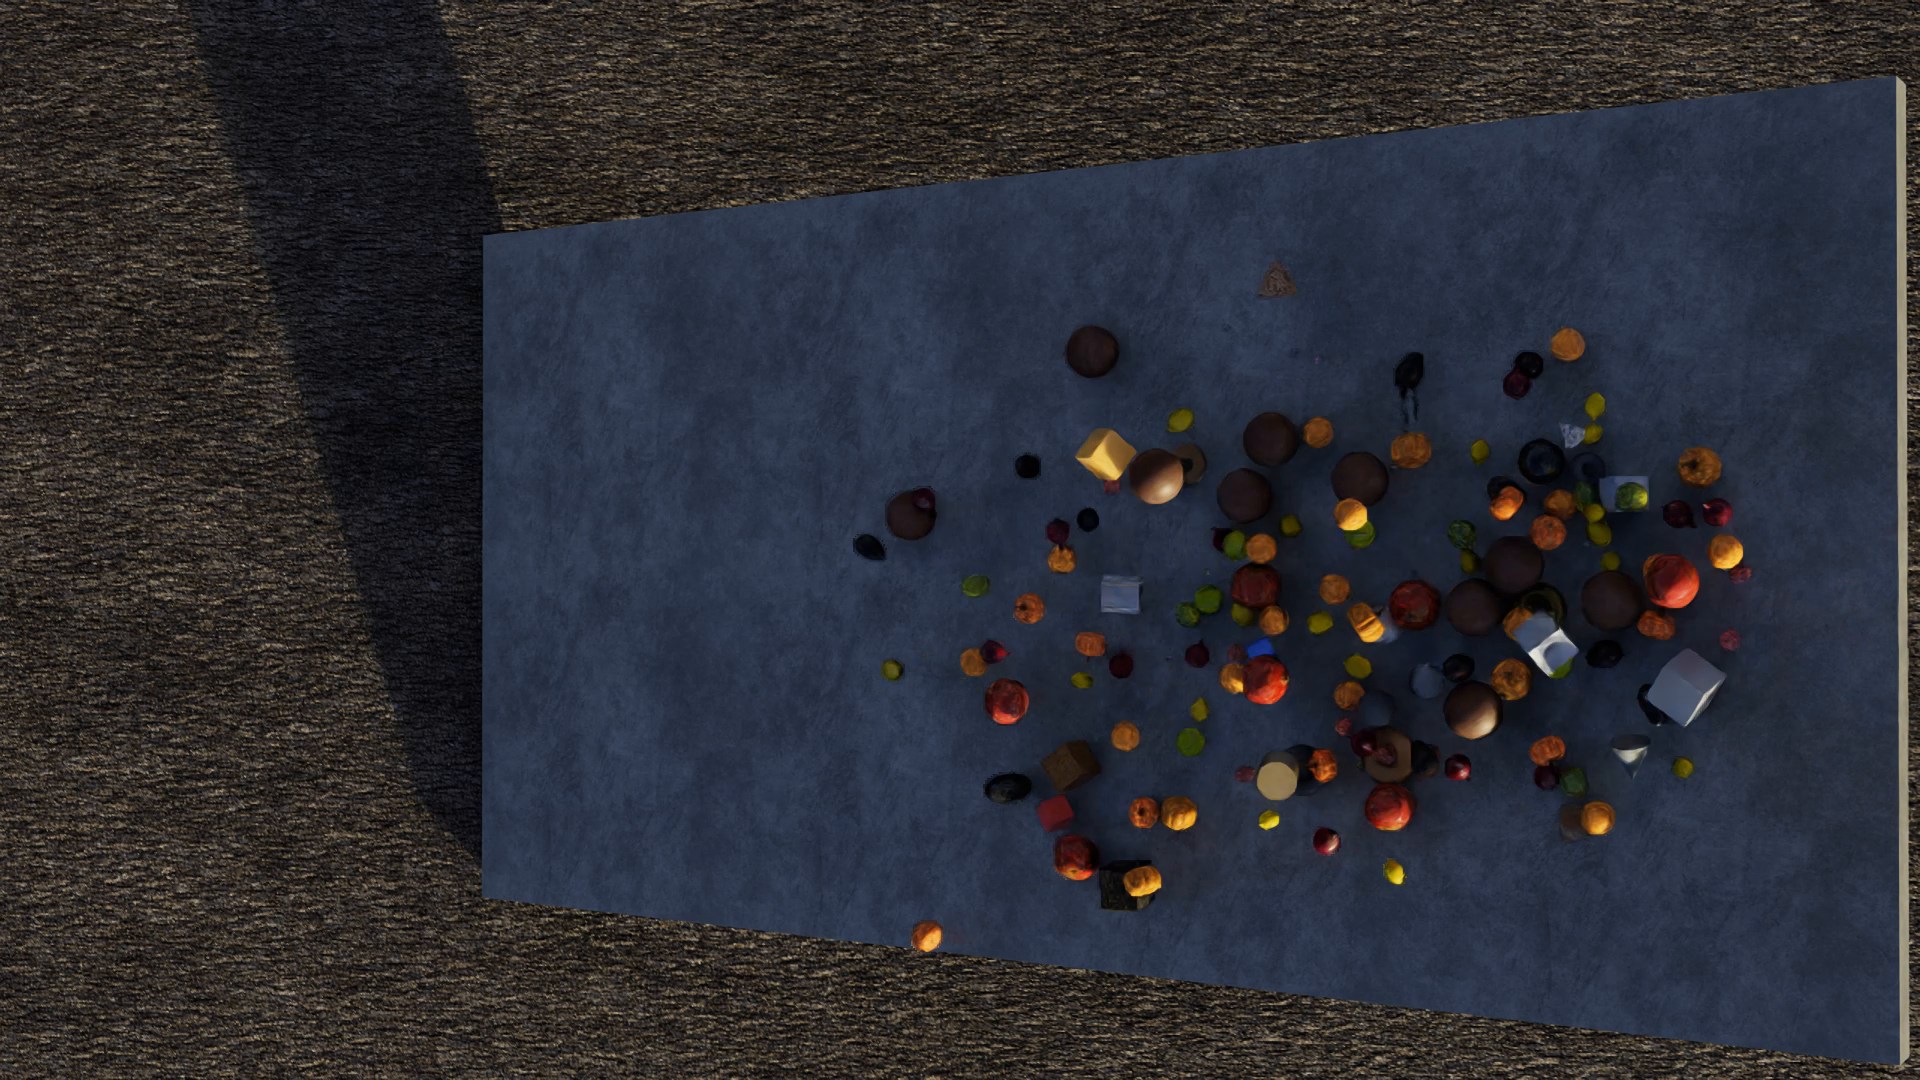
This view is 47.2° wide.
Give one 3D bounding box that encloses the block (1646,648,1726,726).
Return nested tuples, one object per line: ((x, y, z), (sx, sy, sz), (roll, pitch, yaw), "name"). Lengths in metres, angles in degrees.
((1.520, 0.308, 4.606), (0.100, 0.100, 0.100), (40, 45, 26), "block")

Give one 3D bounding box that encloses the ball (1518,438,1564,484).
((1.269, -0.171, 4.799), (0.099, 0.099, 0.099), (0, 90, 0), "ball")

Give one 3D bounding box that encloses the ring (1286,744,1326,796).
((0.800, 0.539, 5.138), (0.122, 0.041, 0.122), (-3, 84, 32), "ring")

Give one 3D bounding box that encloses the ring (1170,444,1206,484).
((0.550, -0.183, 5.313), (0.098, 0.033, 0.098), (4, 97, 33), "ring")

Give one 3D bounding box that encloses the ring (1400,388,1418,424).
((1.011, -0.302, 4.956), (0.029, 0.087, 0.087), (-12, 90, 18), "ring")

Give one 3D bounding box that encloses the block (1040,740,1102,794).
((0.276, 0.561, 5.452), (0.090, 0.090, 0.090), (-42, 68, 29), "block")

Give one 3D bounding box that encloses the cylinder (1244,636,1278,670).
((0.705, 0.264, 5.156), (0.059, 0.059, 0.059), (-27, 90, 3), "cylinder")

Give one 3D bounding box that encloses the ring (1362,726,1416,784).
((0.978, 0.492, 5.019), (0.134, 0.045, 0.134), (0, 90, 33), "ring")

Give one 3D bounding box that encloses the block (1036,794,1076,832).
((0.238, 0.681, 5.478), (0.062, 0.062, 0.062), (-20, 68, -22), "block")

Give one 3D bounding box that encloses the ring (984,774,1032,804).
((0.121, 0.624, 5.523), (0.119, 0.119, 0.040), (-12, 59, 0), "ring")

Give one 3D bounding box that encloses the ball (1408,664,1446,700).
((1.051, 0.318, 4.950), (0.081, 0.081, 0.081), (0, 90, 0), "ball")

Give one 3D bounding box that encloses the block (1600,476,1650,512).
((1.418, -0.098, 4.696), (0.075, 0.075, 0.075), (-1, 89, -8), "block")

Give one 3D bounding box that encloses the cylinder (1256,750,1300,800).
((0.731, 0.541, 5.055), (0.093, 0.093, 0.093), (3, 102, 12), "cylinder")

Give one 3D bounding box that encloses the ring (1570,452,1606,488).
((1.363, -0.153, 4.776), (0.078, 0.026, 0.078), (8, 107, 28), "ring")

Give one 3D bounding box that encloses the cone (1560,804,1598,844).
((1.328, 0.638, 4.789), (0.087, 0.087, 0.087), (10, 45, -10), "cone")

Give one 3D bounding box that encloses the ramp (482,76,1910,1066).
((0.254, 0.070, 5.587), (4.000, 0.100, 2.000), (0, 89, 33), "ramp")

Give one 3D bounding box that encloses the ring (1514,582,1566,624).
((1.274, 0.151, 4.830), (0.117, 0.039, 0.117), (1, 91, 35), "ring")

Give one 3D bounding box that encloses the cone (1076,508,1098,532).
((0.303, -0.050, 5.460), (0.059, 0.059, 0.059), (0, 89, 33), "cone")

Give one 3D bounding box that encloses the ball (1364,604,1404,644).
((0.965, 0.190, 5.003), (0.090, 0.090, 0.090), (0, 90, 0), "ball")

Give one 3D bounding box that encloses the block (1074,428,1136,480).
((0.341, -0.200, 5.150), (0.087, 0.087, 0.087), (39, 79, -20), "block")

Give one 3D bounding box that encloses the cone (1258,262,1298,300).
((0.726, -0.588, 5.138), (0.089, 0.089, 0.089), (-42, 90, 26), "cone")

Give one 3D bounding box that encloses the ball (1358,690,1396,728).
((0.946, 0.382, 4.990), (0.086, 0.086, 0.086), (0, 90, 0), "ball")

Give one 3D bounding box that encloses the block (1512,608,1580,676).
((1.263, 0.219, 4.745), (0.086, 0.086, 0.086), (-41, 120, 12), "block")

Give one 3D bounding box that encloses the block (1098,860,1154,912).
((0.406, 0.838, 5.346), (0.097, 0.097, 0.097), (-2, 98, 30), "block")

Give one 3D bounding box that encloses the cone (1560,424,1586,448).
((1.288, -0.233, 4.668), (0.055, 0.055, 0.055), (-31, 47, 0), "cone")

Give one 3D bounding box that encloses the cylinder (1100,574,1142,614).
((0.394, 0.132, 5.361), (0.092, 0.092, 0.092), (4, 90, 9), "cylinder")
